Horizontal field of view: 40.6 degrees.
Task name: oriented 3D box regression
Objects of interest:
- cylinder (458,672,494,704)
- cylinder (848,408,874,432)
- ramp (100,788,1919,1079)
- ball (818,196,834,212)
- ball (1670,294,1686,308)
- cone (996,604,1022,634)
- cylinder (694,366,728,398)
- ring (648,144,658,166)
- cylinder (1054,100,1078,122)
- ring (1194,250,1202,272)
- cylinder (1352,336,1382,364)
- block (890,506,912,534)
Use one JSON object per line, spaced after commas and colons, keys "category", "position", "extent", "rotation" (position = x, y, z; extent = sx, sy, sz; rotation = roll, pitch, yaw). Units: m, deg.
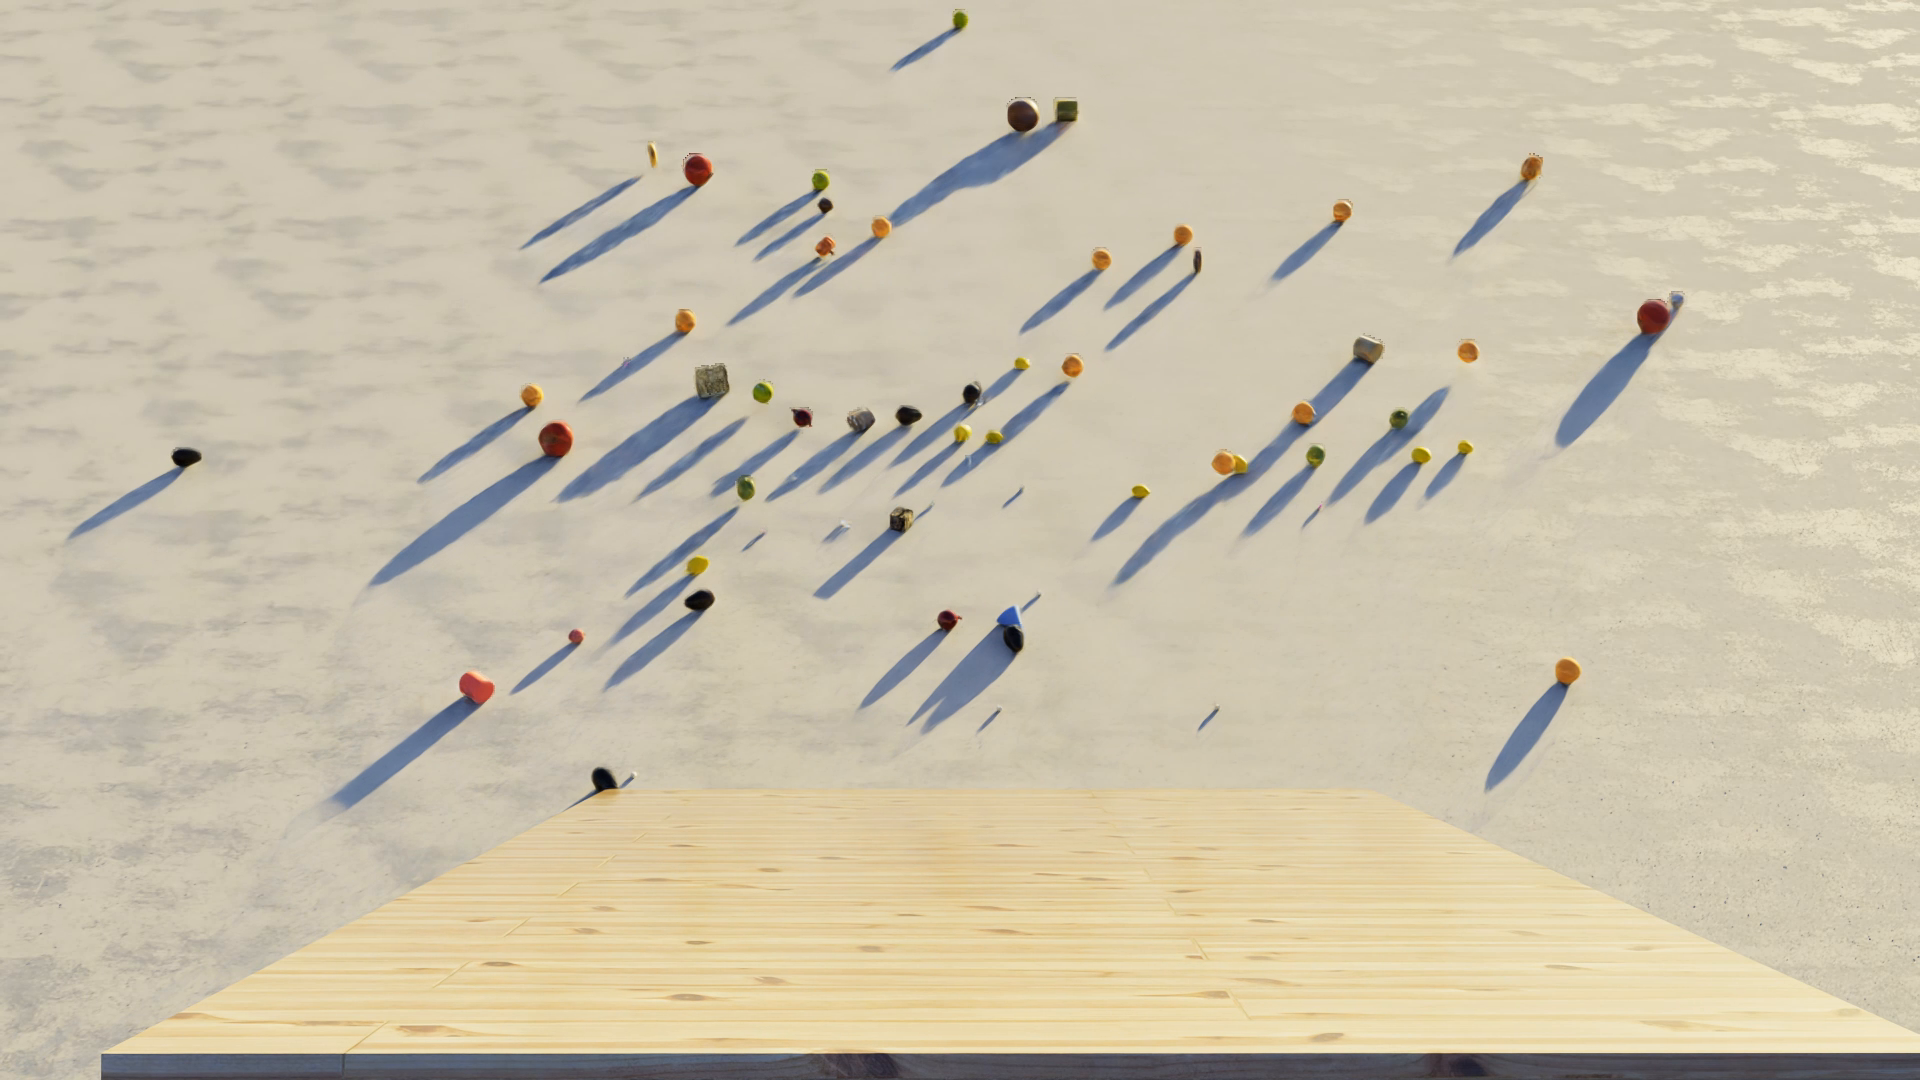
{"category": "cylinder", "position": [-1.349, 0.410, 7.236], "extent": [0.068, 0.068, 0.068], "rotation": [27, 43, 37]}
{"category": "cylinder", "position": [-0.320, -0.389, 8.427], "extent": [0.062, 0.062, 0.062], "rotation": [-28, 43, -35]}
{"category": "ramp", "position": [0.075, 0.652, 4.791], "extent": [2.000, 0.100, 4.000], "rotation": [0, -1, 0]}
{"category": "ball", "position": [-0.502, -1.255, 9.717], "extent": [0.058, 0.058, 0.058], "rotation": [0, 34, 0]}
{"category": "ball", "position": [2.518, -0.840, 9.106], "extent": [0.052, 0.052, 0.052], "rotation": [0, 34, 0]}
{"category": "cone", "position": [0.160, 0.243, 7.514], "extent": [0.078, 0.078, 0.078], "rotation": [-25, 68, -32]}
{"category": "cylinder", "position": [-0.823, -0.525, 8.601], "extent": [0.094, 0.094, 0.094], "rotation": [-10, 35, -14]}
{"category": "ring", "position": [-1.185, -1.484, 10.012], "extent": [0.029, 0.088, 0.088], "rotation": [-8, 34, -3]}
{"category": "cylinder", "position": [0.425, -1.715, 10.373], "extent": [0.085, 0.085, 0.085], "rotation": [-3, 34, -5]}
{"category": "ring", "position": [0.855, -1.002, 9.314], "extent": [0.028, 0.084, 0.084], "rotation": [0, 34, 2]}
{"category": "cylinder", "position": [1.383, -0.646, 8.799], "extent": [0.072, 0.072, 0.072], "rotation": [28, 43, 35]}
{"category": "block", "position": [-0.180, -0.062, 7.950], "extent": [0.053, 0.053, 0.053], "rotation": [15, 37, 21]}
